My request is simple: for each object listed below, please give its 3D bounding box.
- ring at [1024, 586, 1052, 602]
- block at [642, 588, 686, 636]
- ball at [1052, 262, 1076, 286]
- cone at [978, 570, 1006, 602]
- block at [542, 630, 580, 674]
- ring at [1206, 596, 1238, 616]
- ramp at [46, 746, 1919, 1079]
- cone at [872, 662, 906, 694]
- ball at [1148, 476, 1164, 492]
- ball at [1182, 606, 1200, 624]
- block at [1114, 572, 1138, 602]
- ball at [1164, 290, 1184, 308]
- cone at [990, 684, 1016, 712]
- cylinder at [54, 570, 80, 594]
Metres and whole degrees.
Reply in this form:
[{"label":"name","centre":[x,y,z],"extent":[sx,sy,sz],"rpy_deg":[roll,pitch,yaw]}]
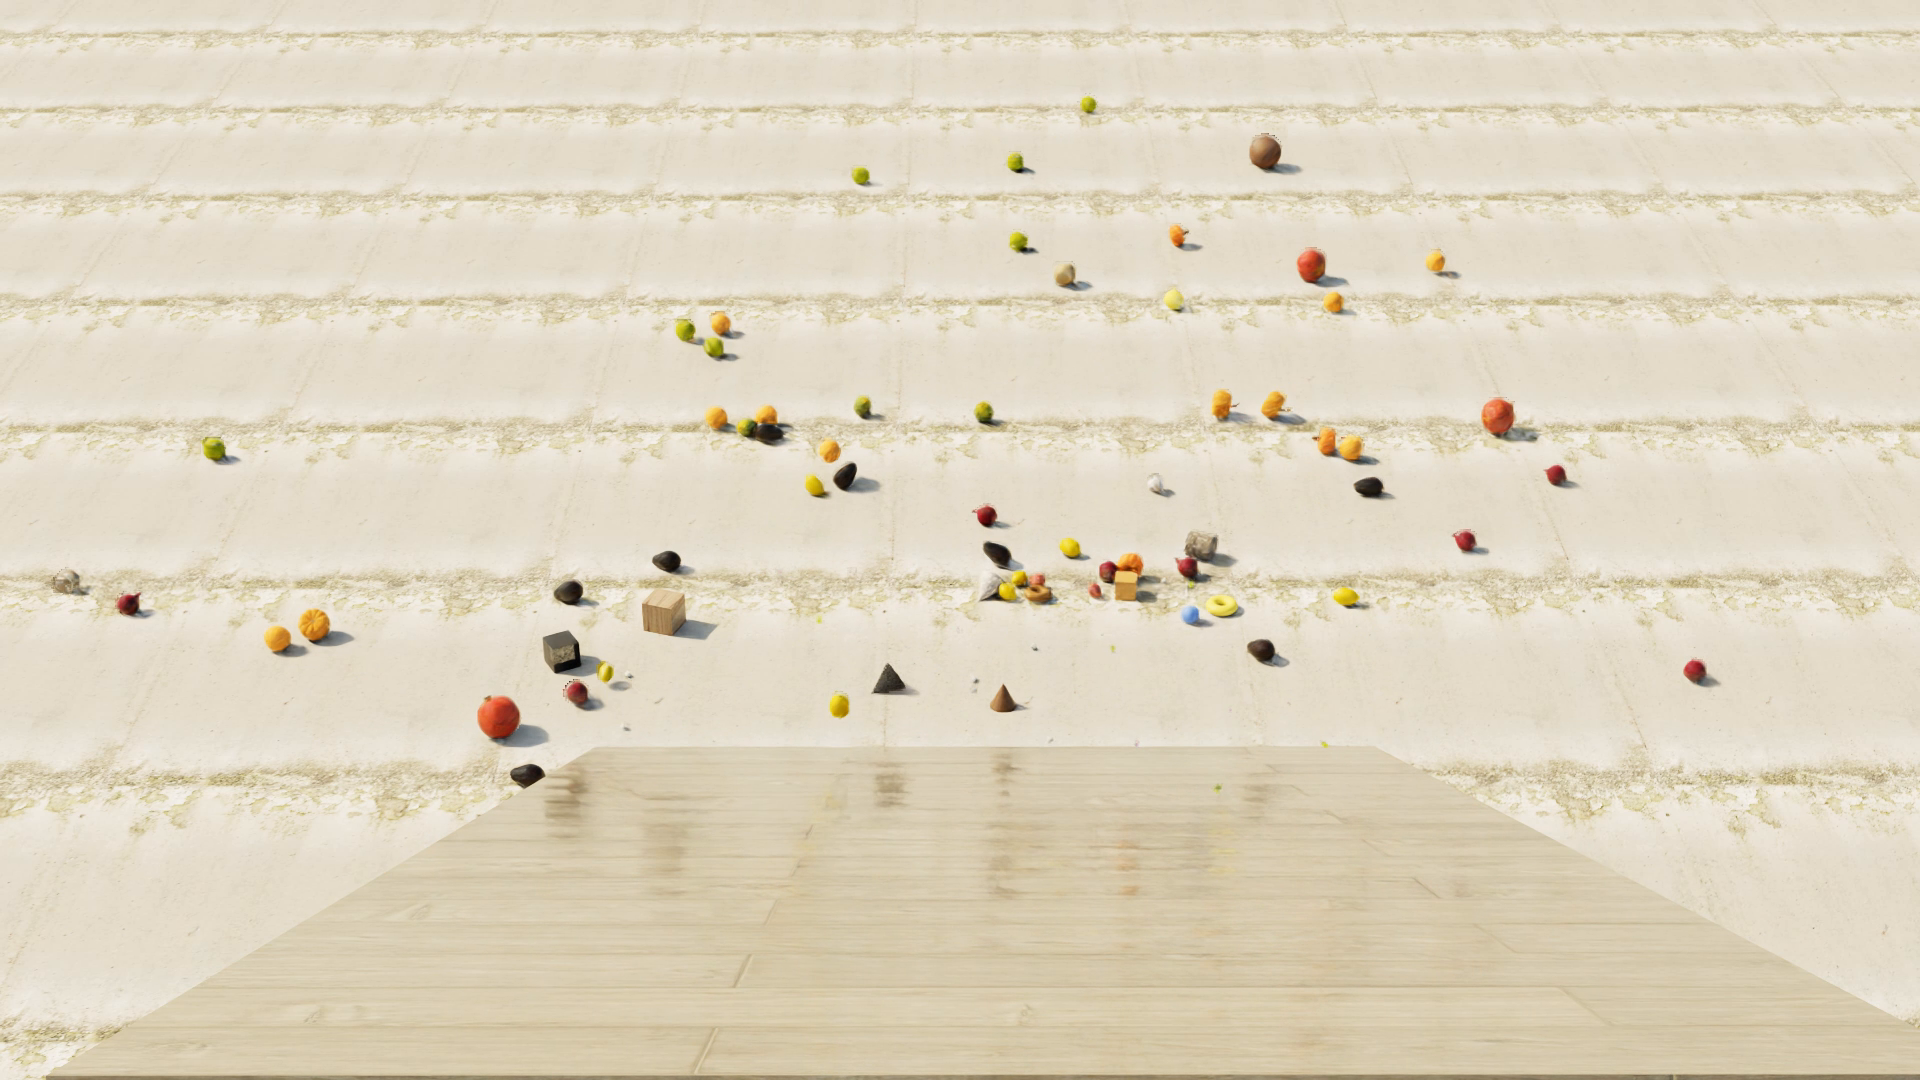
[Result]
[{"label":"ring","centre":[0.225,0.155,7.453],"extent":[0.080,0.027,0.080],"rpy_deg":[4,22,-2]},{"label":"block","centre":[-0.836,0.204,7.305],"extent":[0.090,0.090,0.090],"rpy_deg":[10,31,17]},{"label":"ball","centre":[0.379,-0.966,9.395],"extent":[0.085,0.085,0.085],"rpy_deg":[0,29,0]},{"label":"cone","centre":[0.073,0.147,7.460],"extent":[0.088,0.088,0.088],"rpy_deg":[19,61,30]},{"label":"block","centre":[-1.099,0.308,7.133],"extent":[0.077,0.077,0.077],"rpy_deg":[-15,33,-25]},{"label":"ring","centre":[0.749,0.188,7.396],"extent":[0.091,0.030,0.091],"rpy_deg":[-1,29,1]},{"label":"ramp","centre":[0.066,0.588,4.639],"extent":[2.000,0.100,4.000],"rpy_deg":[0,0,0]},{"label":"cone","centre":[-0.208,0.392,7.023],"extent":[0.085,0.085,0.085],"rpy_deg":[-37,38,-8]},{"label":"ball","centre":[0.608,-0.172,8.015],"extent":[0.052,0.052,0.052],"rpy_deg":[0,29,0]},{"label":"ball","centre":[0.654,0.211,7.332],"extent":[0.052,0.052,0.052],"rpy_deg":[0,29,0]},{"label":"block","centre":[0.478,0.133,7.462],"extent":[0.060,0.060,0.060],"rpy_deg":[3,29,5]},{"label":"ball","centre":[0.762,-0.857,9.218],"extent":[0.067,0.067,0.067],"rpy_deg":[0,29,0]},{"label":"cone","centre":[0.116,0.414,6.949],"extent":[0.072,0.072,0.072],"rpy_deg":[0,29,0]},{"label":"cylinder","centre":[-2.586,0.122,7.489],"extent":[0.053,0.053,0.053],"rpy_deg":[7,30,13]}]
